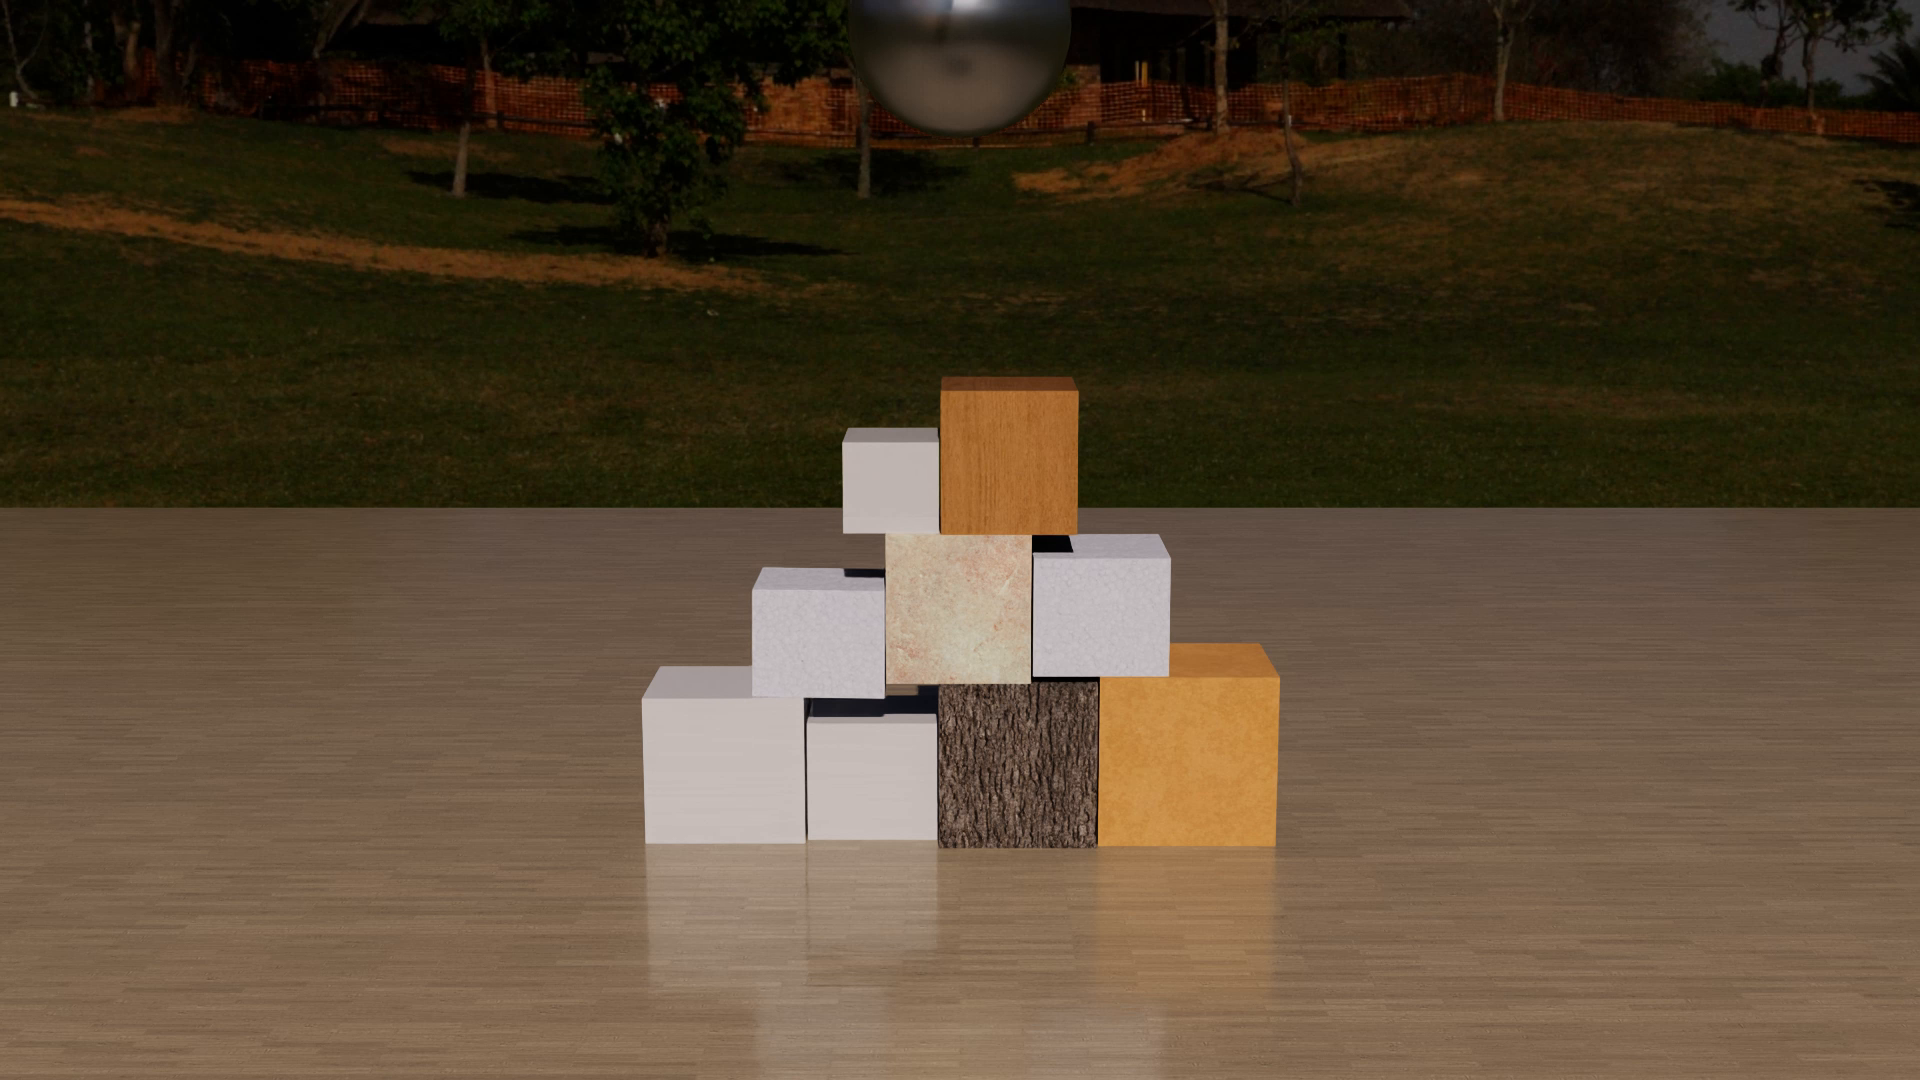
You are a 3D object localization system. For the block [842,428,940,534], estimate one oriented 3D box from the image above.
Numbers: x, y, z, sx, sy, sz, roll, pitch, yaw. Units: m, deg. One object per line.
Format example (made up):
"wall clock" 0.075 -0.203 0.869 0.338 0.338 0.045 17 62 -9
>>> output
"block" -0.341 -0.306 11.127 0.474 0.454 0.560 0 10 0

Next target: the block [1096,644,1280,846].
"block" 1.143 1.045 11.377 0.895 0.873 0.759 0 10 0

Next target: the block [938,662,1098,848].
"block" 0.290 1.070 11.357 0.791 0.832 0.783 0 10 0

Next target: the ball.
"ball" 0.000 -3.684 15.750 1.600 1.600 1.600 0 10 0

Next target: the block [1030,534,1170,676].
"block" 0.702 0.325 11.229 0.677 0.598 0.679 0 10 0

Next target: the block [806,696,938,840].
"block" -0.444 1.173 11.410 0.656 0.610 0.572 0 10 0

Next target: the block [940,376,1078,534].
"block" 0.242 -0.434 11.107 0.672 0.713 0.651 0 10 0

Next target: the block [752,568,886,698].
"block" -0.704 0.468 11.251 0.662 0.547 0.586 1 10 0

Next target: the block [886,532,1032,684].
"block" -0.007 0.284 11.252 0.721 0.752 0.706 0 10 0

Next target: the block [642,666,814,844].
"block" -1.186 1.102 11.394 0.808 0.754 0.687 0 10 0
